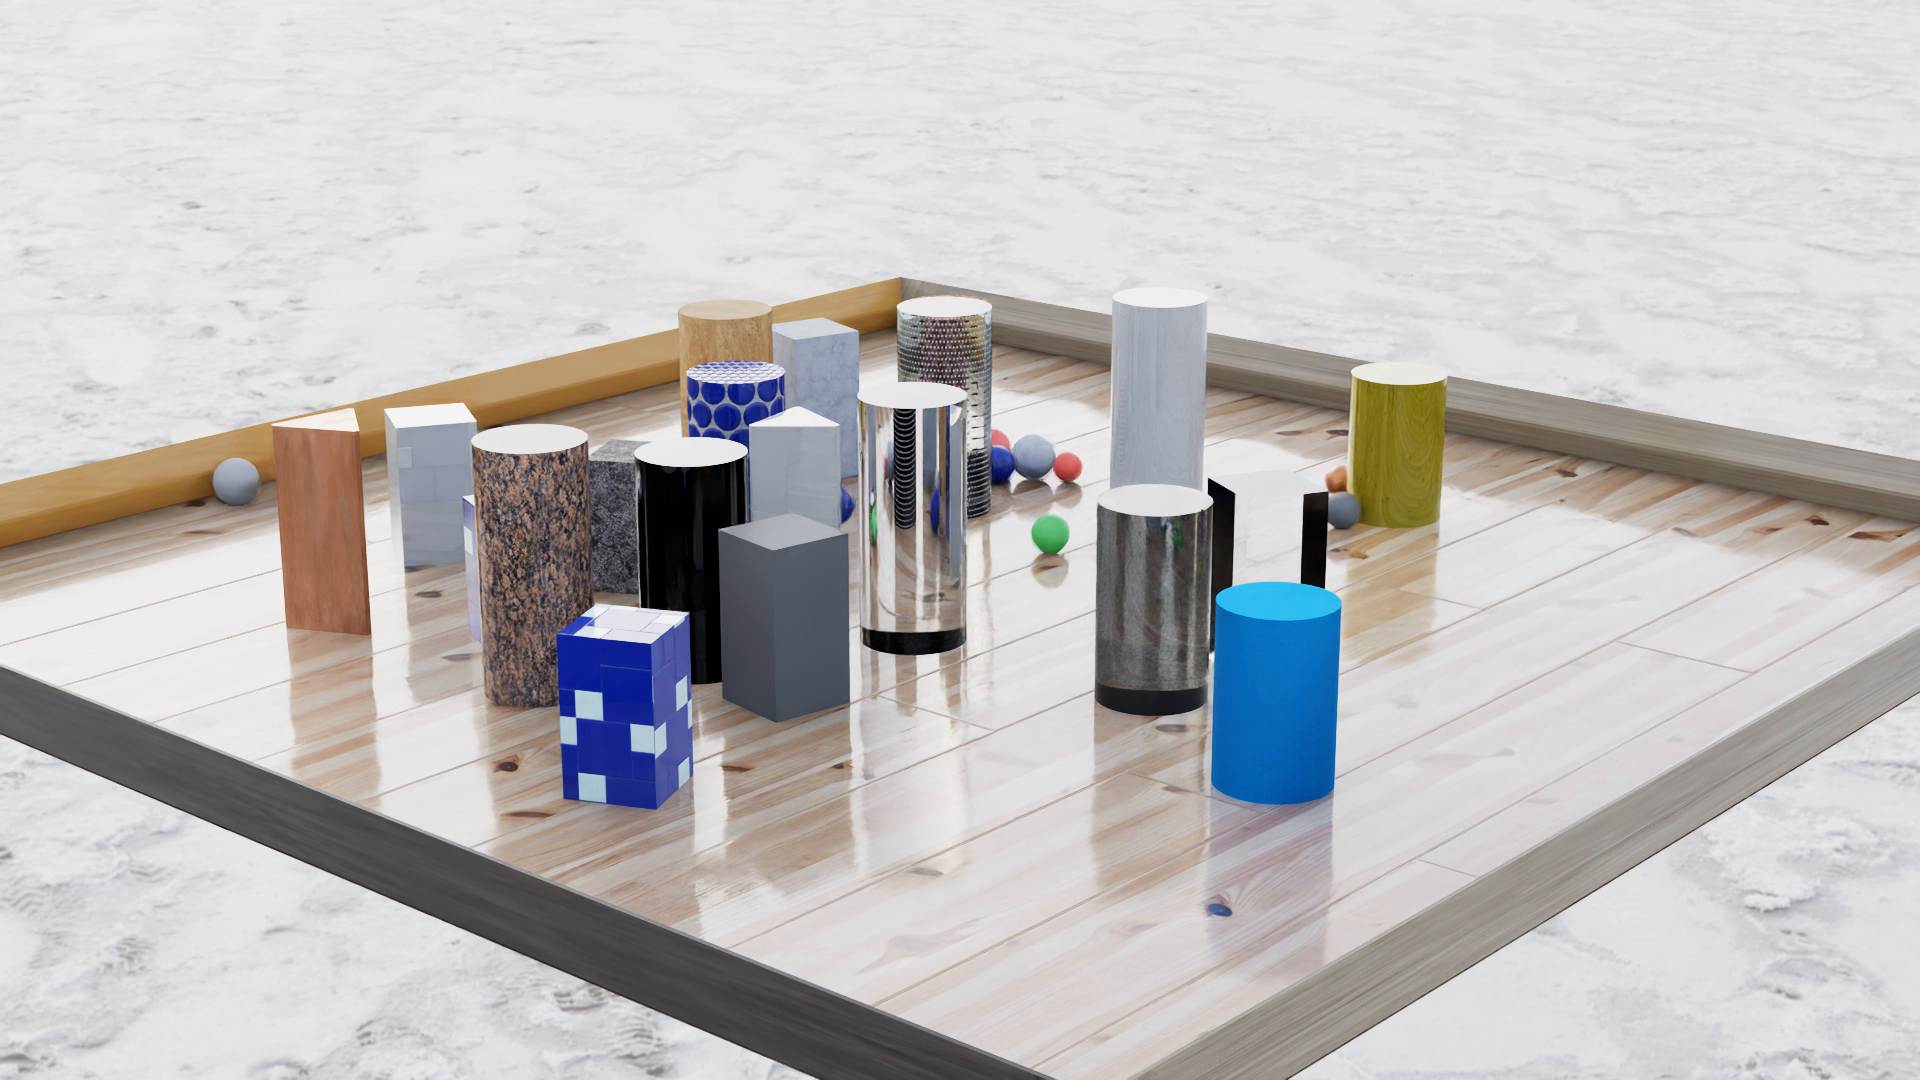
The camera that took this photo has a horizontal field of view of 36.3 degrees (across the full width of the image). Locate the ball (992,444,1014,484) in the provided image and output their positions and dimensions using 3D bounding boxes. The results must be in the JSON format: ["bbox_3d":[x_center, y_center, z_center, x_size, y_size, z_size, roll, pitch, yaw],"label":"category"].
[{"bbox_3d":[0.069,-0.149,5.779,0.077,0.077,0.077,0,17,0],"label":"ball"}]

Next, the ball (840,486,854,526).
[{"bbox_3d":[-0.241,-0.063,5.486,0.083,0.083,0.083,0,17,0],"label":"ball"}]

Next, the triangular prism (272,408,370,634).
[{"bbox_3d":[-1.043,-0.034,4.929,0.155,0.352,0.134,5,17,15],"label":"triangular prism"}]

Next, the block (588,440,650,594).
[{"bbox_3d":[-0.564,-0.040,5.143,0.143,0.238,0.143,4,17,13],"label":"block"}]

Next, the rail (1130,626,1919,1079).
[{"bbox_3d":[1.111,0.309,4.199,0.045,0.116,3.000,14,22,39],"label":"rail"}]

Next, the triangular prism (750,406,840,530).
[{"bbox_3d":[-0.289,-0.083,5.206,0.155,0.283,0.134,0,17,0],"label":"triangular prism"}]

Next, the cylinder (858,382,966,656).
[{"bbox_3d":[-0.078,-0.036,4.824,0.179,0.416,0.179,0,17,0],"label":"cylinder"}]

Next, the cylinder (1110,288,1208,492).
[{"bbox_3d":[0.375,-0.256,5.551,0.179,0.415,0.179,0,17,0],"label":"cylinder"}]

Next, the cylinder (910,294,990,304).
[{"bbox_3d":[-0.027,-0.328,5.966,0.179,0.311,0.179,0,17,0],"label":"cylinder"}]

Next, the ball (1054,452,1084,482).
[{"bbox_3d":[0.214,-0.145,5.798,0.058,0.058,0.058,0,17,0],"label":"ball"}]

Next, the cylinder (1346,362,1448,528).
[{"bbox_3d":[0.823,-0.180,5.540,0.179,0.276,0.179,0,17,0],"label":"cylinder"}]

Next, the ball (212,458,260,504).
[{"bbox_3d":[-1.393,-0.114,5.642,0.089,0.089,0.089,0,17,0],"label":"ball"}]

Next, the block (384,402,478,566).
[{"bbox_3d":[-0.954,-0.101,5.313,0.143,0.257,0.143,-6,18,-18],"label":"block"}]

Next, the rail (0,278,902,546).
[{"bbox_3d":[-1.111,-0.251,6.045,0.045,0.116,3.000,14,22,39],"label":"rail"}]

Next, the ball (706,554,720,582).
[{"bbox_3d":[-0.423,0.049,5.174,0.050,0.050,0.050,0,17,0],"label":"ball"}]

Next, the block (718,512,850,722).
[{"bbox_3d":[-0.272,0.119,4.552,0.143,0.277,0.143,-13,21,-37],"label":"block"}]

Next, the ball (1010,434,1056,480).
[{"bbox_3d":[0.145,-0.164,5.811,0.089,0.089,0.089,0,17,0],"label":"ball"}]

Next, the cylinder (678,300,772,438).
[{"bbox_3d":[-0.449,-0.263,5.650,0.179,0.371,0.179,0,17,0],"label":"cylinder"}]

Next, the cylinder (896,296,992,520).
[{"bbox_3d":[-0.029,-0.250,5.569,0.179,0.394,0.179,0,17,0],"label":"cylinder"}]

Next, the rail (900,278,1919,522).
[{"bbox_3d":[0.968,-0.294,6.188,2.990,0.116,0.045,14,22,39],"label":"rail"}]

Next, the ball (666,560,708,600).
[{"bbox_3d":[-0.471,0.069,5.070,0.071,0.071,0.071,0,17,0],"label":"ball"}]

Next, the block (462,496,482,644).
[{"bbox_3d":[-0.724,0.051,4.843,0.143,0.238,0.143,-9,19,-26],"label":"block"}]

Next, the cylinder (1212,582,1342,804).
[{"bbox_3d":[0.455,0.219,4.223,0.179,0.277,0.179,0,17,0],"label":"cylinder"}]

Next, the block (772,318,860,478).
[{"bbox_3d":[-0.298,-0.278,5.832,0.143,0.293,0.143,-10,20,-30],"label":"block"}]

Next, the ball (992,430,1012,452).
[{"bbox_3d":[0.063,-0.181,5.876,0.082,0.082,0.082,0,17,0],"label":"ball"}]

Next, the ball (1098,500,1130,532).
[{"bbox_3d":[0.287,-0.044,5.468,0.058,0.058,0.058,0,17,0],"label":"ball"}]

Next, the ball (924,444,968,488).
[{"bbox_3d":[-0.028,-0.144,5.749,0.086,0.086,0.086,0,17,0],"label":"ball"}]

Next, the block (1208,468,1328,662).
[{"bbox_3d":[0.491,0.055,4.719,0.143,0.302,0.143,-6,18,-20],"label":"block"}]

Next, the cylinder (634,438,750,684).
[{"bbox_3d":[-0.426,0.032,4.696,0.179,0.360,0.179,0,17,0],"label":"cylinder"}]

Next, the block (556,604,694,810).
[{"bbox_3d":[-0.479,0.238,4.208,0.143,0.249,0.143,5,18,16],"label":"block"}]

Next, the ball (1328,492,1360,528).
[{"bbox_3d":[0.716,-0.056,5.487,0.069,0.069,0.069,0,17,0],"label":"ball"}]

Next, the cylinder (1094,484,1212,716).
[{"bbox_3d":[0.301,0.092,4.564,0.179,0.321,0.179,0,17,0],"label":"cylinder"}]

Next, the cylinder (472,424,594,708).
[{"bbox_3d":[-0.664,0.039,4.587,0.179,0.409,0.179,0,17,0],"label":"cylinder"}]

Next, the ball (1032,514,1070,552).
[{"bbox_3d":[0.165,-0.012,5.340,0.071,0.071,0.071,0,17,0],"label":"ball"}]

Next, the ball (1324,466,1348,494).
[{"bbox_3d":[0.739,-0.116,5.699,0.060,0.060,0.060,0,17,0],"label":"ball"}]

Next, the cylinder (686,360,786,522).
[{"bbox_3d":[-0.407,-0.152,5.370,0.179,0.320,0.179,0,17,0],"label":"cylinder"}]

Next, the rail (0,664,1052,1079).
[{"bbox_3d":[-0.968,0.353,4.055,2.990,0.116,0.045,14,22,39],"label":"rail"}]
